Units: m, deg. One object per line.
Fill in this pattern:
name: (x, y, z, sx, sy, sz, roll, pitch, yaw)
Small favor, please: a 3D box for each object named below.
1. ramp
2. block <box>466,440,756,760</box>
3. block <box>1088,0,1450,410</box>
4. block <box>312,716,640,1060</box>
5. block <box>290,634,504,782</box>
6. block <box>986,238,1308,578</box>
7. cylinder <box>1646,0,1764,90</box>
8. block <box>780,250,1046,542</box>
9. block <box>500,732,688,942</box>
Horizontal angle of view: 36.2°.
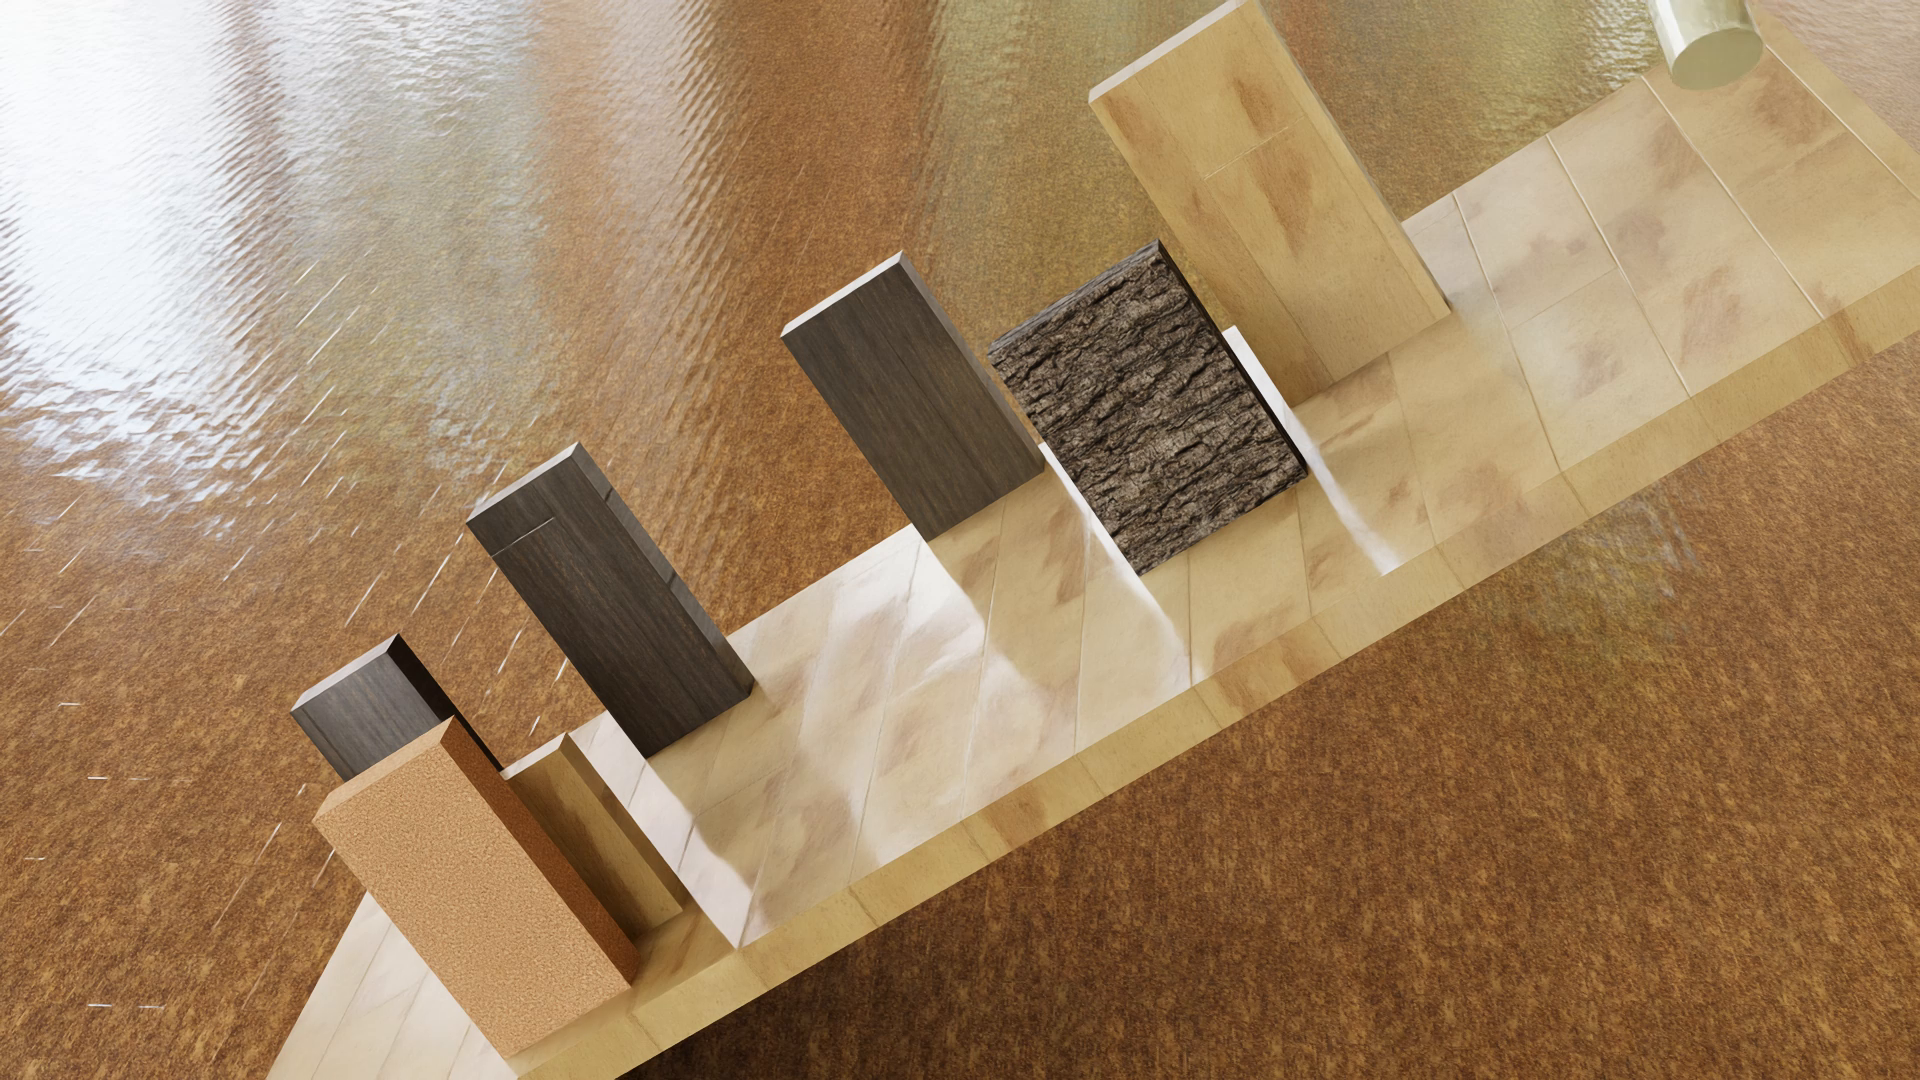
ramp: (0.138, 0.172, 6.299, 4.000, 0.100, 2.000, -31, 16, 14)
block: (-0.811, 0.145, 6.862, 0.305, 0.707, 0.103, -31, 16, 14)
block: (0.651, -0.711, 6.170, 0.394, 0.787, 0.131, -31, 16, 14)
block: (-0.929, 0.676, 5.688, 0.309, 0.612, 0.125, -31, 16, 14)
block: (-1.154, 0.547, 6.470, 0.269, 0.659, 0.106, -31, 16, 14)
block: (0.374, -0.259, 5.849, 0.399, 0.550, 0.098, -31, 16, 14)
cylinder: (1.508, -1.044, 5.957, 0.187, 0.187, 0.187, -4, 59, -11)
block: (-0.108, -0.338, 7.000, 0.339, 0.613, 0.104, -31, 16, 14)
block: (-0.839, 0.664, 5.899, 0.416, 0.420, 0.081, -31, 16, 14)
